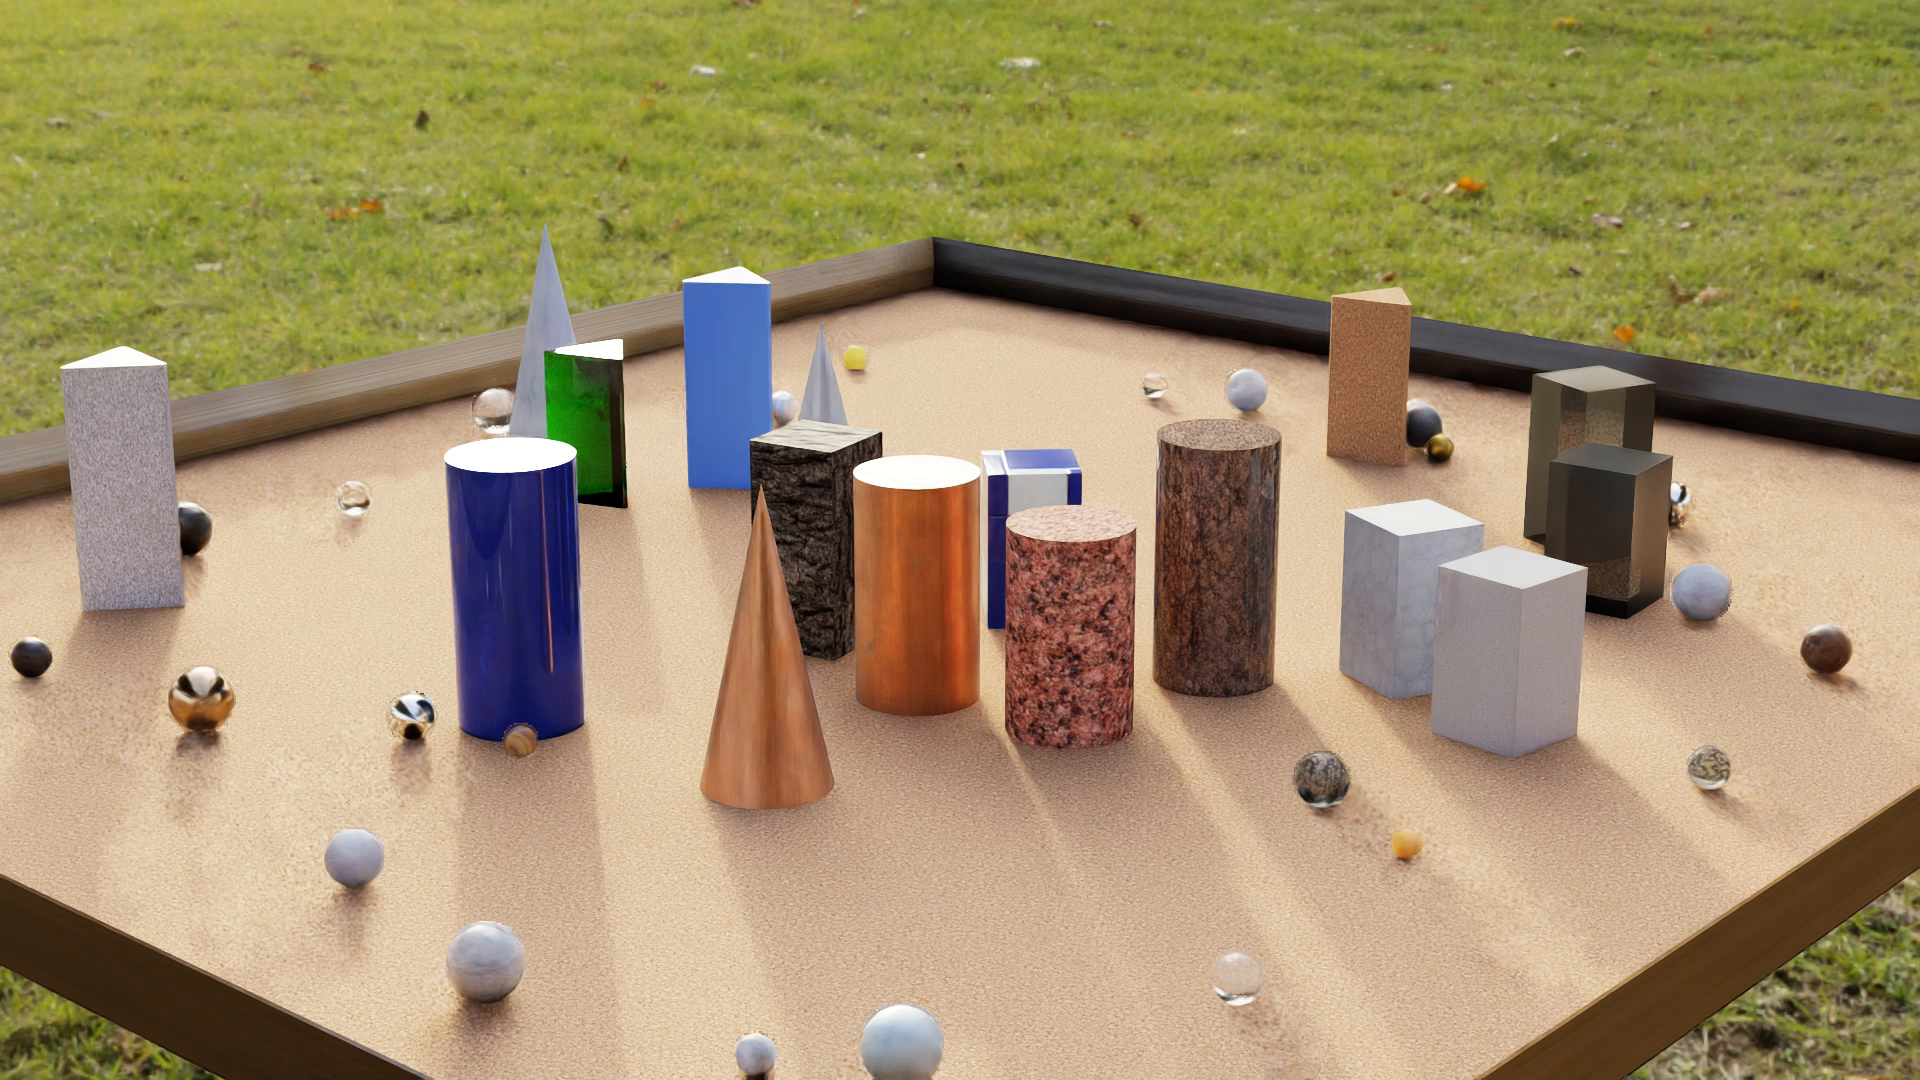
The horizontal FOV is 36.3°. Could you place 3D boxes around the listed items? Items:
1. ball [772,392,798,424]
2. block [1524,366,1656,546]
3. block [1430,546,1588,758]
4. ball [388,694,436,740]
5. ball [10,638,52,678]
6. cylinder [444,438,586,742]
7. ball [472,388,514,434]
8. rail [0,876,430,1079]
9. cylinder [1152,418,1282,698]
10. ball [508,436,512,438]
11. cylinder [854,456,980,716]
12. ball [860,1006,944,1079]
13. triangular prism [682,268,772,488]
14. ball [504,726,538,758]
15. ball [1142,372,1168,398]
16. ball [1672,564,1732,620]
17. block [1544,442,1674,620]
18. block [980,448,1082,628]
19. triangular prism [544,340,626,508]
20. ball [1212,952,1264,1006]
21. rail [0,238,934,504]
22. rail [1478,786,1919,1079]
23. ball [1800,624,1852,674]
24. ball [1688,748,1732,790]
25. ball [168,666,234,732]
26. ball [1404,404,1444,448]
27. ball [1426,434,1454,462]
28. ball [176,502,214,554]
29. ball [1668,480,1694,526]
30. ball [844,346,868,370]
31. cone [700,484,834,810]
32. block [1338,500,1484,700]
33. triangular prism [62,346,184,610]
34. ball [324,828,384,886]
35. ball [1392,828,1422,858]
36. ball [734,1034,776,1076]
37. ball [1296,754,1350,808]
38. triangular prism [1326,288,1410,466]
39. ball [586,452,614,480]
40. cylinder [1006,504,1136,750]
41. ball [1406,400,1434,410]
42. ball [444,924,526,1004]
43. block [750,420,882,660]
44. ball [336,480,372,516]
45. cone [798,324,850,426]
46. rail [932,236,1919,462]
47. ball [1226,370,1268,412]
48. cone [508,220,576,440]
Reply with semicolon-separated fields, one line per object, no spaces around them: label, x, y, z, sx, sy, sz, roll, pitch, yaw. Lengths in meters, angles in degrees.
ball;-0.380;-0.282;6.267;0.069;0.069;0.069;0;17;0
block;1.156;-0.145;5.392;0.157;0.312;0.157;-8;19;-26
block;0.830;0.167;4.437;0.157;0.265;0.157;-15;22;-40
ball;-0.830;0.268;4.442;0.069;0.069;0.069;0;17;0
ball;-1.492;0.189;4.713;0.064;0.064;0.064;0;17;0
cylinder;-0.675;0.075;4.467;0.197;0.424;0.197;0;17;0
ball;-0.977;-0.271;6.180;0.098;0.098;0.098;0;17;0
rail;-1.257;0.450;3.734;3.559;0.128;0.045;14;22;39
cylinder;0.407;0.027;4.662;0.197;0.403;0.197;0;17;0
ball;-0.918;-0.186;5.981;0.050;0.050;0.050;0;17;0
cylinder;-0.067;0.070;4.586;0.197;0.366;0.197;0;17;0
ball;-0.067;0.581;3.358;0.095;0.095;0.095;0;17;0
triangular prism;-0.445;-0.322;5.800;0.170;0.414;0.147;2;17;6
ball;-0.654;0.300;4.372;0.048;0.048;0.048;0;17;0
ball;0.430;-0.342;6.489;0.057;0.057;0.057;0;17;0
ball;1.262;0.088;4.989;0.097;0.097;0.097;0;17;0
block;1.119;-0.018;5.069;0.157;0.255;0.157;12;20;34
block;0.120;-0.003;4.995;0.157;0.270;0.157;-1;17;-4
triangular prism;-0.693;-0.231;5.707;0.170;0.295;0.147;7;18;22
ball;0.338;0.534;3.569;0.065;0.065;0.065;0;17;0
rail;-1.326;-0.300;6.222;0.045;0.128;3.881;14;22;39
rail;1.326;0.364;4.018;0.045;0.128;3.881;14;22;39
ball;1.398;0.175;4.730;0.081;0.081;0.081;0;17;0
ball;1.086;0.331;4.247;0.061;0.061;0.061;0;17;0
ball;-1.158;0.243;4.475;0.098;0.098;0.098;0;17;0
ball;0.949;-0.234;6.037;0.090;0.090;0.090;0;17;0
ball;0.978;-0.188;5.975;0.057;0.057;0.057;0;17;0
ball;-1.413;-0.020;5.353;0.096;0.096;0.096;0;17;0
ball;1.339;-0.069;5.532;0.086;0.086;0.086;0;17;0
ball;-0.241;-0.419;6.743;0.056;0.056;0.056;0;17;0
cone;-0.281;0.137;4.206;0.197;0.456;0.197;0;17;0
block;0.718;0.093;4.677;0.157;0.269;0.157;-8;18;-24
triangular prism;-1.438;-0.109;5.071;0.170;0.428;0.147;-3;17;-9
ball;-0.808;0.424;3.911;0.077;0.077;0.077;0;17;0
ball;0.609;0.415;4.004;0.041;0.041;0.041;0;17;0
ball;-0.236;0.596;3.392;0.048;0.048;0.048;0;17;0
ball;0.517;0.343;4.179;0.078;0.078;0.078;0;17;0
triangular prism;0.863;-0.340;6.003;0.170;0.333;0.147;10;19;29
ball;-0.717;-0.148;5.844;0.057;0.057;0.057;0;17;0
cylinder;0.167;0.130;4.454;0.197;0.326;0.197;0;17;0
ball;0.954;-0.250;6.125;0.089;0.089;0.089;0;17;0
ball;-0.579;0.516;3.572;0.097;0.097;0.097;0;17;0
block;-0.235;-0.002;4.847;0.157;0.352;0.157;9;19;29
ball;-1.158;-0.080;5.602;0.066;0.066;0.066;0;17;0
cone;-0.257;-0.216;5.491;0.197;0.390;0.197;0;17;0
rail;1.257;-0.386;6.506;3.559;0.128;0.045;14;22;39
ball;0.624;-0.326;6.375;0.091;0.091;0.091;0;17;0
cone;-0.850;-0.431;6.072;0.197;0.467;0.197;0;17;0
